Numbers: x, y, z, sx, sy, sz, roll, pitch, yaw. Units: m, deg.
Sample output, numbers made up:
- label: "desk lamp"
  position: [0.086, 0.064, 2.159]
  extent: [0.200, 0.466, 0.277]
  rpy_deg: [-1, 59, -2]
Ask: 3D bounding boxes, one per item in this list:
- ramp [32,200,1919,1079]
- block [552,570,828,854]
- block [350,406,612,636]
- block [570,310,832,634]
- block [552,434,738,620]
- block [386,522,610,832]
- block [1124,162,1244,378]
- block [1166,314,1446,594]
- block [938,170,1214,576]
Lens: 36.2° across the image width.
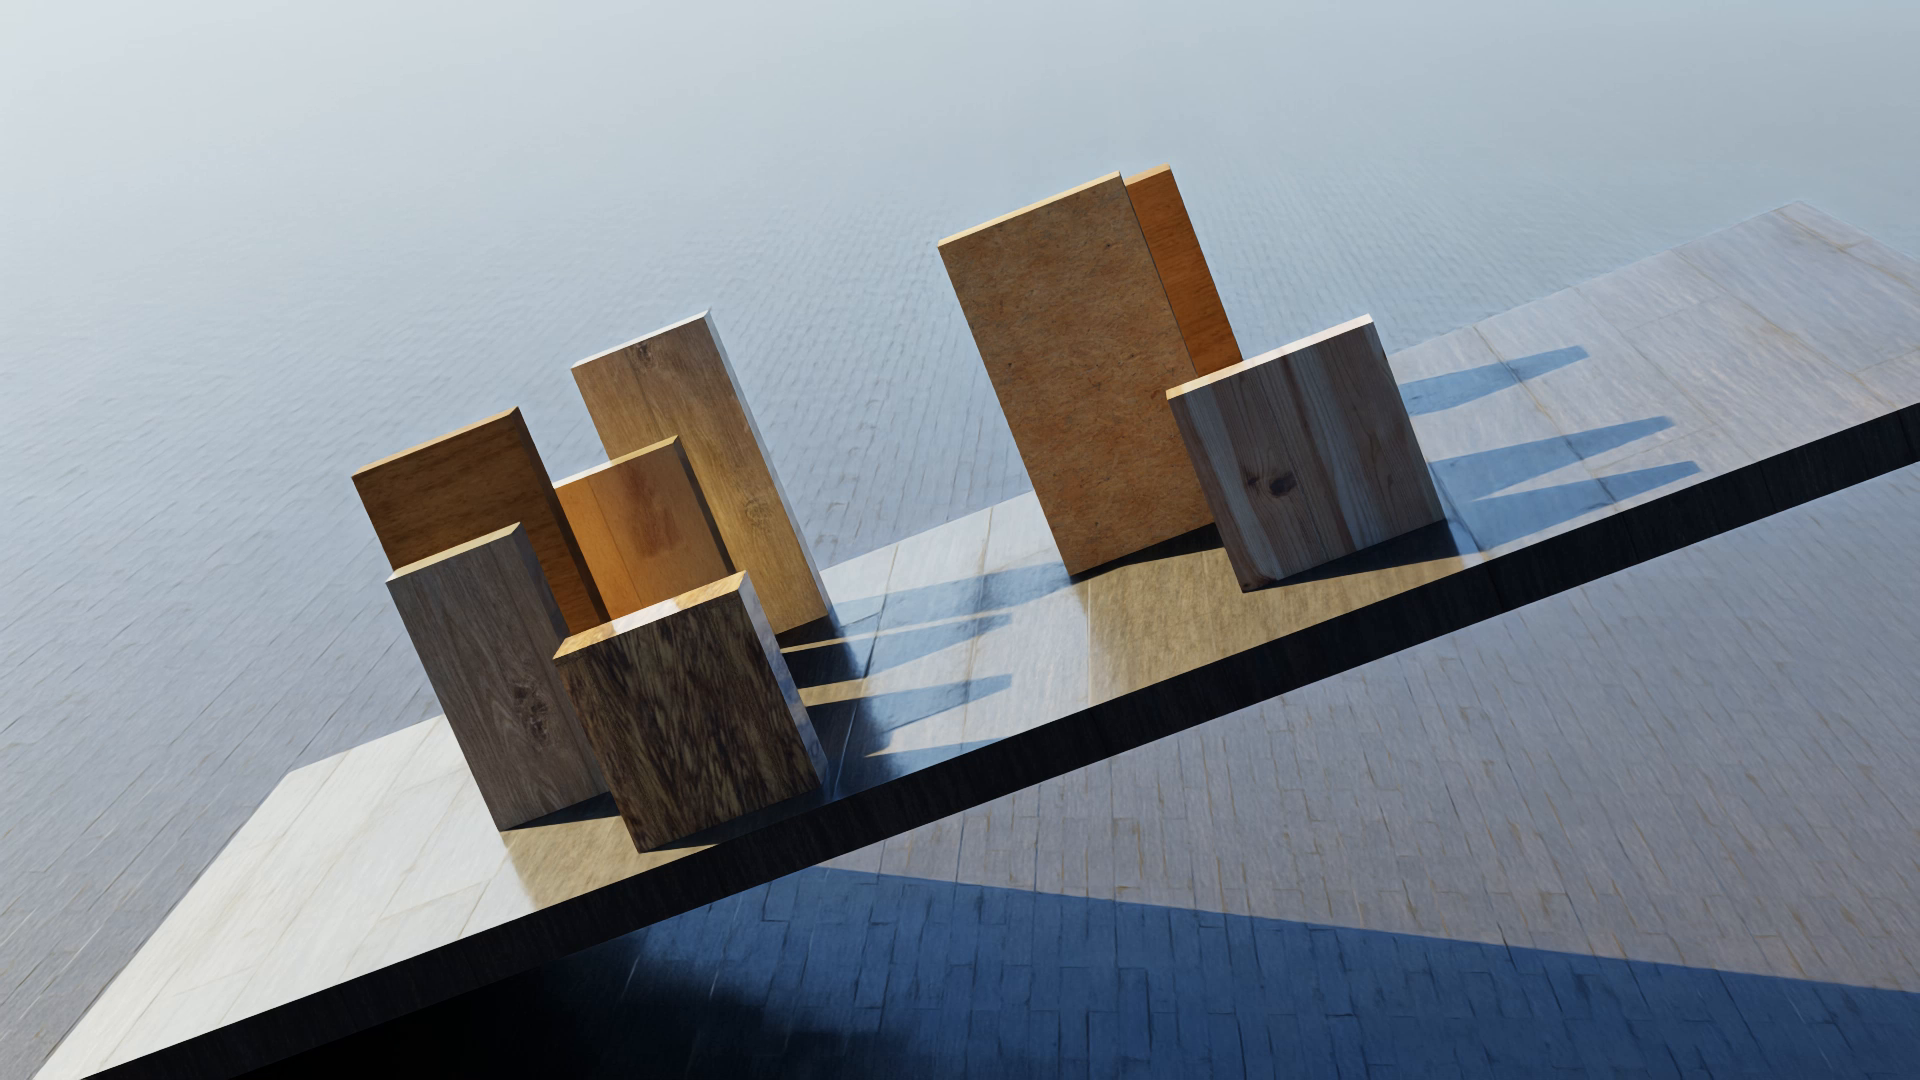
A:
- label: "ramp"
  position: [0.123, 0.174, 6.291]
  extent: [4.000, 0.100, 2.000]
  rpy_deg: [-21, 12, 7]
- label: "block"
  position: [-0.503, 0.323, 5.530]
  extent: [0.373, 0.406, 0.144]
  rpy_deg: [-21, 12, 7]
- label: "block"
  position: [-0.967, 0.140, 6.287]
  extent: [0.367, 0.770, 0.096]
  rpy_deg: [-21, 12, 7]
- label: "block"
  position: [-0.595, -0.120, 6.809]
  extent: [0.332, 0.750, 0.093]
  rpy_deg: [-21, 12, 7]
- label: "block"
  position: [-0.679, 0.081, 6.571]
  extent: [0.327, 0.546, 0.091]
  rpy_deg: [-21, 12, 7]
- label: "block"
  position: [-0.928, 0.283, 6.063]
  extent: [0.282, 0.573, 0.108]
  rpy_deg: [-21, 12, 7]
- label: "block"
  position: [0.460, -0.522, 6.929]
  extent: [0.316, 0.649, 0.142]
  rpy_deg: [-21, 12, 7]
- label: "block"
  position: [0.657, -0.163, 5.591]
  extent: [0.409, 0.404, 0.089]
  rpy_deg: [-21, 12, 7]
- label: "block"
  position: [0.283, -0.349, 6.219]
  extent: [0.406, 0.758, 0.098]
  rpy_deg: [-21, 12, 7]
